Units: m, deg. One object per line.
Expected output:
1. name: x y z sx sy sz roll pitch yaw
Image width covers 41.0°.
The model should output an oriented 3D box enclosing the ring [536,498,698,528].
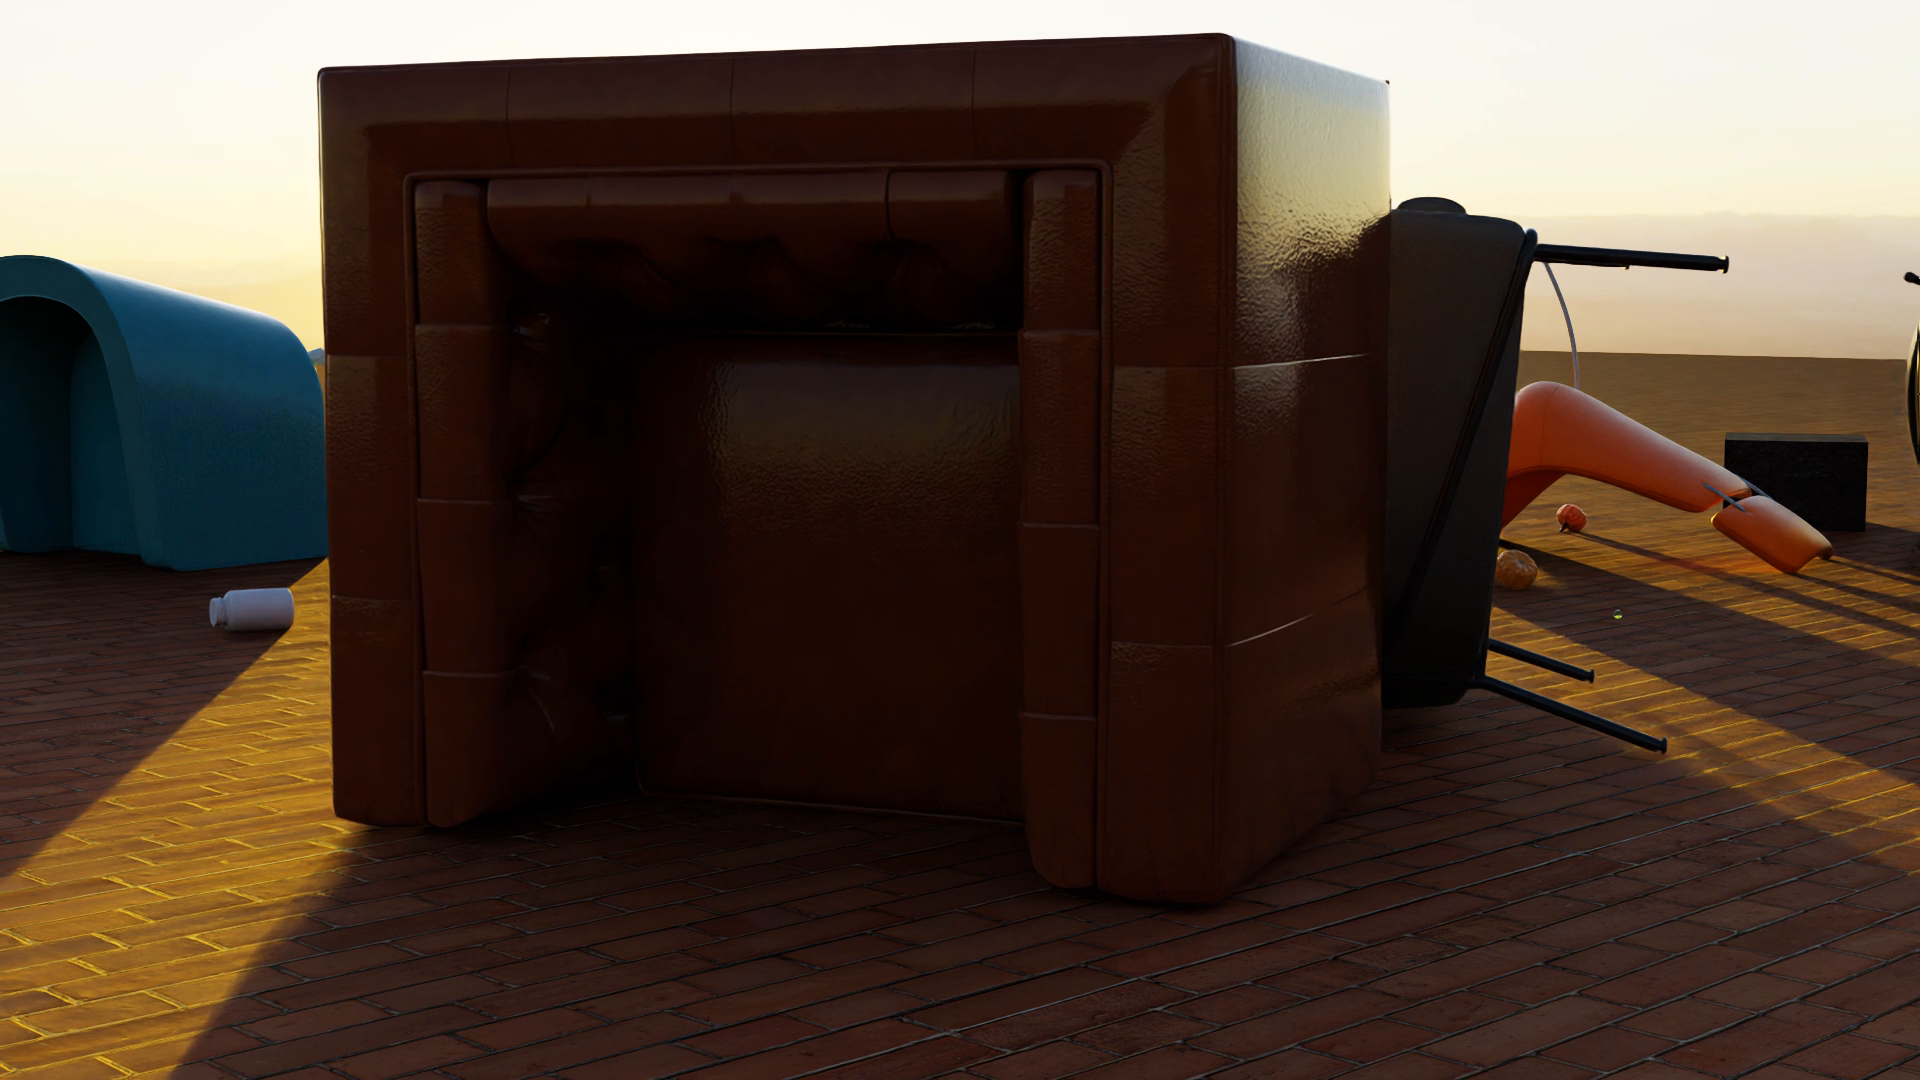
1. ring: -0.909 -0.072 6.799 0.470 0.065 0.223 3 7 20

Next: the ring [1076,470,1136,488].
1. ring: 0.458 -0.190 8.025 0.196 0.049 0.112 -1 7 -12

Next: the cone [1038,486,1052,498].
1. cone: 0.263 -0.133 7.620 0.049 0.034 0.049 -2 25 -34

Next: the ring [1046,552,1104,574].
1. ring: 0.257 0.051 5.728 0.128 0.039 0.148 -1 7 0

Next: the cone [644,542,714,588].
1. cone: -0.603 0.049 5.498 0.143 0.090 0.179 -5 7 -38

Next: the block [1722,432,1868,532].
1. block: 2.213 -0.157 6.809 0.353 0.231 0.334 2 6 17

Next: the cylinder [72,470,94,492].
1. cylinder: -2.683 -0.182 7.852 0.061 0.062 0.116 -4 -8 -19
